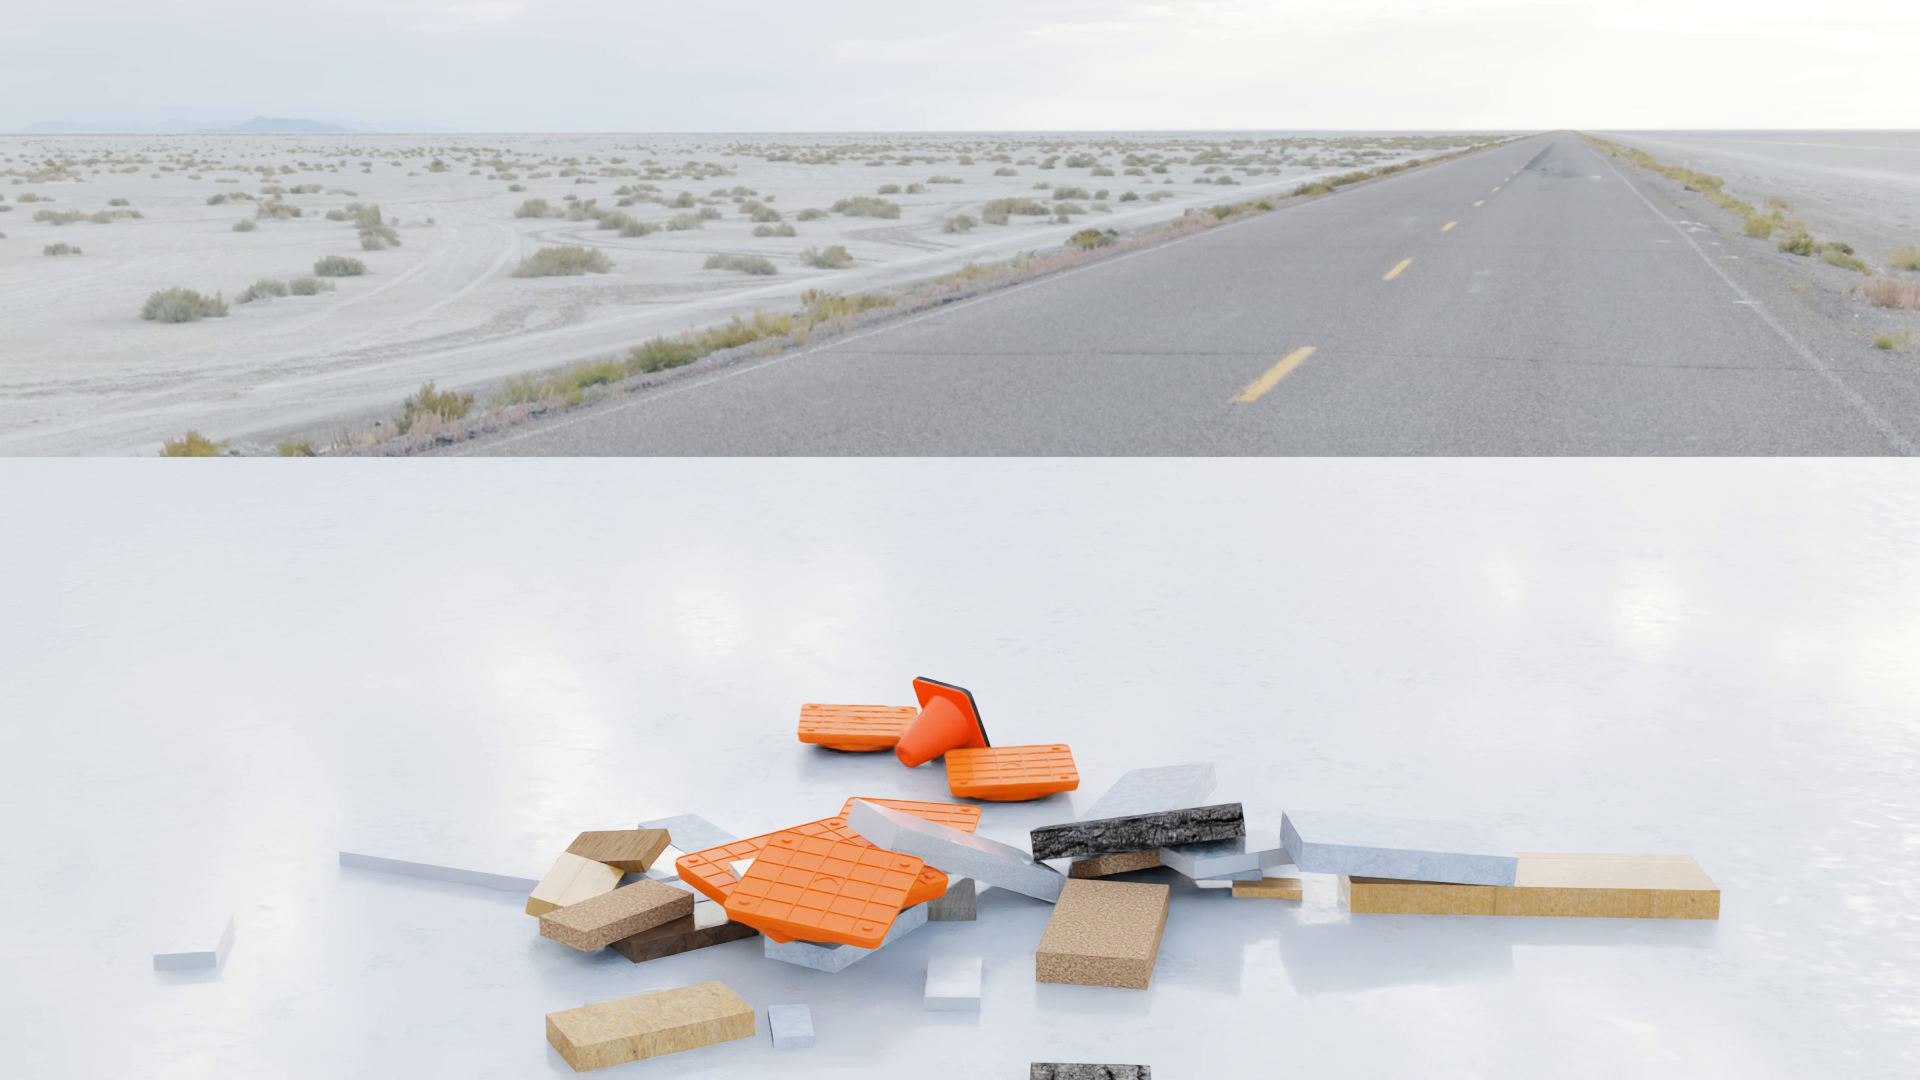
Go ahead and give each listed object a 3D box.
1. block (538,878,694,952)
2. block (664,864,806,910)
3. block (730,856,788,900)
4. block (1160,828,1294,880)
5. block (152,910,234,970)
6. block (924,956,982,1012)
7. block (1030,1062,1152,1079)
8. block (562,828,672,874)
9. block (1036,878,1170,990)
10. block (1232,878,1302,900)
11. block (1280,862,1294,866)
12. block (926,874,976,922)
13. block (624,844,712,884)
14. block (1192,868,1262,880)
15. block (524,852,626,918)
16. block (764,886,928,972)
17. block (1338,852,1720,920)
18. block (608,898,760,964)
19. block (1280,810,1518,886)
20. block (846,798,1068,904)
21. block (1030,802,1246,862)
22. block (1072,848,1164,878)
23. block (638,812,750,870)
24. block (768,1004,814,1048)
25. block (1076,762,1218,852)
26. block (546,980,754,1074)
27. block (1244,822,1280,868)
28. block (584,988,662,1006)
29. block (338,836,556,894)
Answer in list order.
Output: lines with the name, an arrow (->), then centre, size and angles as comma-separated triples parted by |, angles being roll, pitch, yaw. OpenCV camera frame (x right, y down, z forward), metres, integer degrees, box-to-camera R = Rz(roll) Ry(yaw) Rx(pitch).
block -> -0.535, 0.585, 3.440 | 0.111, 0.031, 0.221 | 8, 14, 40
block -> -0.402, 0.584, 3.616 | 0.272, 0.031, 0.111 | -6, 12, -29
block -> -0.314, 0.527, 3.429 | 0.057, 0.016, 0.114 | -6, 17, -23
block -> 0.450, 0.524, 3.674 | 0.209, 0.030, 0.104 | -4, 10, -27
block -> -1.192, 0.622, 3.425 | 0.091, 0.026, 0.182 | -2, 11, -10
block -> -0.009, 0.656, 3.253 | 0.080, 0.023, 0.160 | 0, 11, 2
block -> 0.172, 0.720, 2.908 | 0.160, 0.023, 0.080 | 1, 11, 3
block -> -0.591, 0.531, 3.750 | 0.182, 0.026, 0.091 | -6, 26, 28
block -> 0.227, 0.610, 3.430 | 0.167, 0.047, 0.334 | 2, 11, 11
block -> 0.513, 0.581, 3.674 | 0.115, 0.016, 0.058 | 1, 11, 7
block -> 0.513, 0.538, 3.732 | 0.115, 0.016, 0.058 | -3, 10, -20
block -> -0.015, 0.588, 3.618 | 0.080, 0.023, 0.160 | 0, 11, -1
block -> -0.526, 0.557, 3.765 | 0.108, 0.031, 0.217 | -8, 13, -35
block -> 0.448, 0.558, 3.709 | 0.115, 0.016, 0.058 | 0, 9, -2
block -> -0.626, 0.574, 3.591 | 0.108, 0.031, 0.217 | 17, 12, 1
block -> -0.176, 0.610, 3.461 | 0.131, 0.037, 0.261 | 6, 12, 31
block -> 0.934, 0.569, 3.645 | 0.590, 0.050, 0.176 | 1, 11, 3
block -> -0.438, 0.613, 3.462 | 0.217, 0.031, 0.108 | -7, 13, -34
block -> 0.719, 0.506, 3.625 | 0.352, 0.050, 0.176 | 4, 10, -4
block -> -0.005, 0.511, 3.612 | 0.334, 0.047, 0.167 | 21, -1, -29
block -> 0.303, 0.491, 3.708 | 0.352, 0.050, 0.176 | -8, -6, 6
block -> 0.308, 0.544, 3.737 | 0.209, 0.030, 0.104 | -5, -10, -25
block -> -0.471, 0.534, 3.883 | 0.111, 0.031, 0.221 | -7, 13, -33
block -> -0.239, 0.686, 3.107 | 0.057, 0.016, 0.114 | -2, 11, -9
block -> 0.338, 0.486, 4.010 | 0.167, 0.047, 0.393 | -8, 7, 22
block -> -0.434, 0.680, 3.084 | 0.261, 0.037, 0.131 | -6, 12, -28
block -> 0.491, 0.532, 3.902 | 0.209, 0.030, 0.104 | 9, 14, 40
block -> -0.480, 0.673, 3.175 | 0.114, 0.016, 0.057 | -4, 11, -21
block -> -0.859, 0.558, 3.770 | 0.429, 0.026, 0.091 | 4, 11, 22
